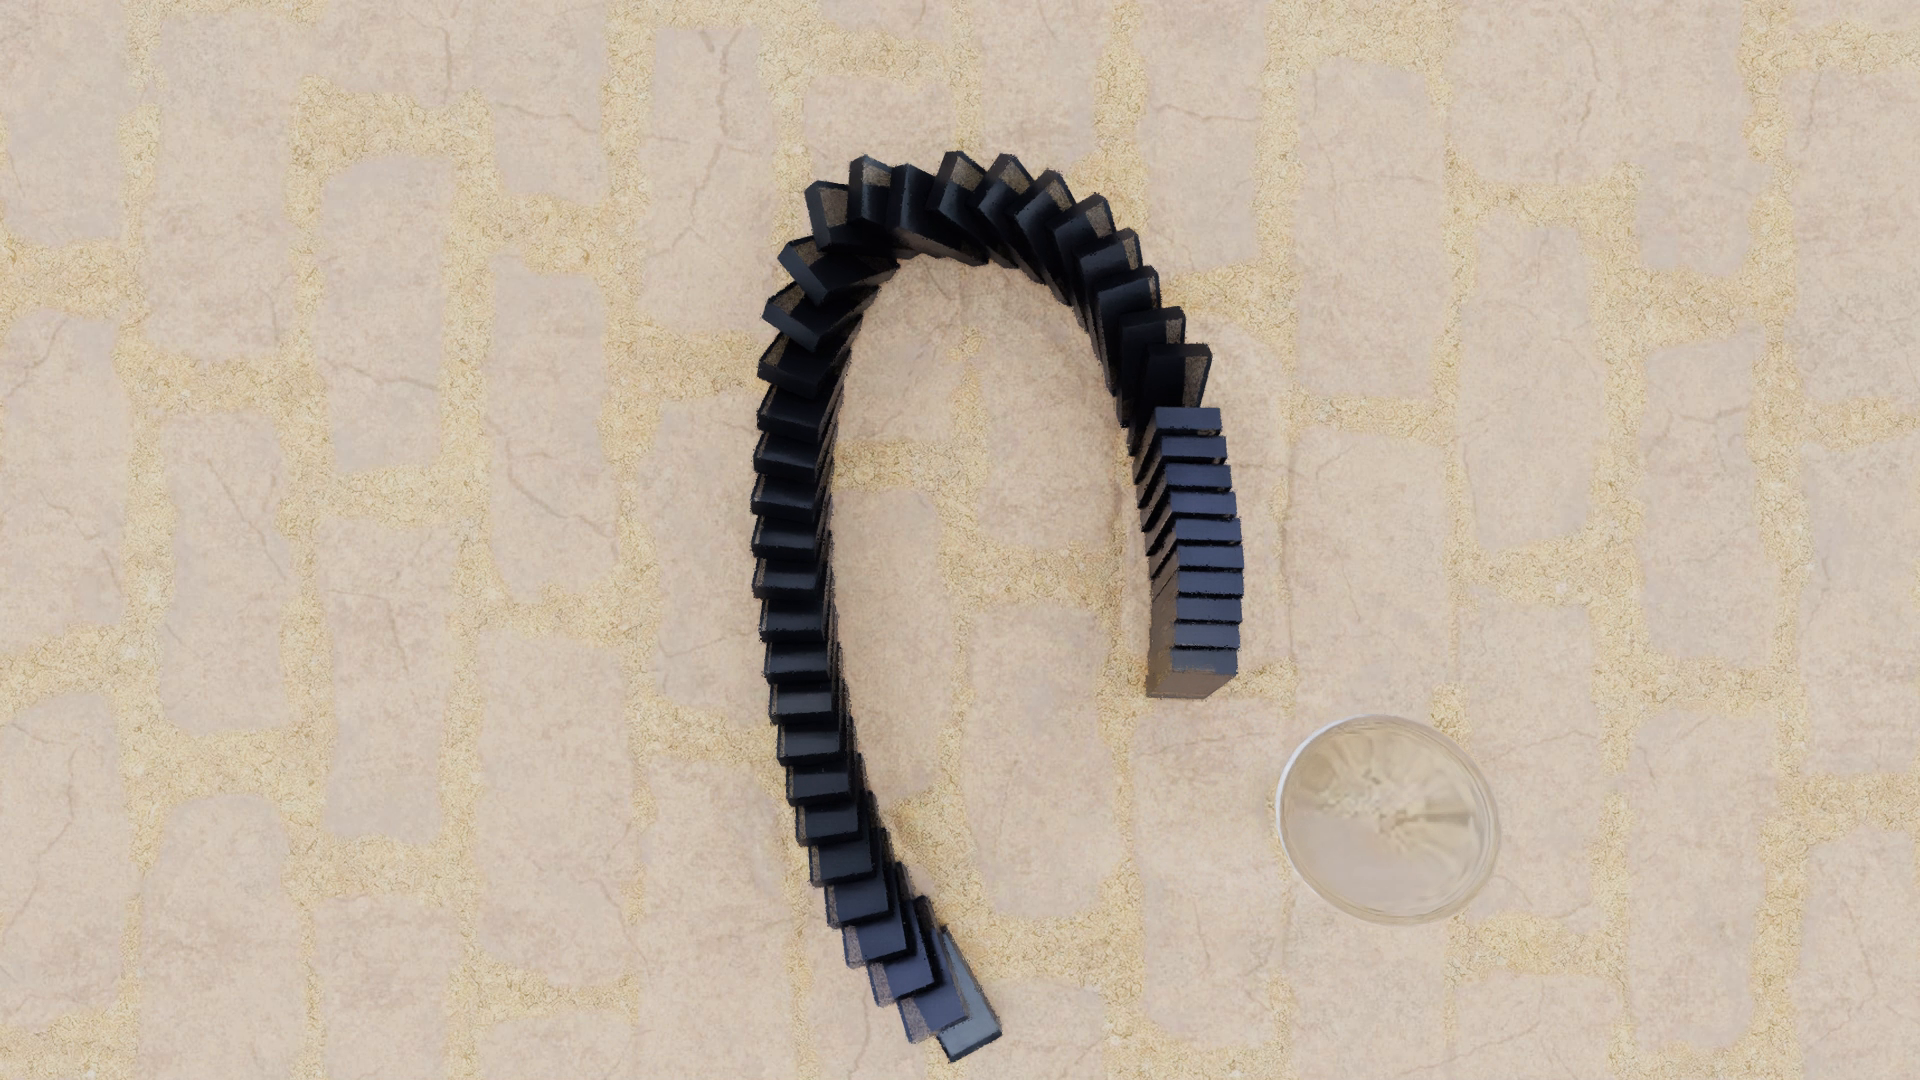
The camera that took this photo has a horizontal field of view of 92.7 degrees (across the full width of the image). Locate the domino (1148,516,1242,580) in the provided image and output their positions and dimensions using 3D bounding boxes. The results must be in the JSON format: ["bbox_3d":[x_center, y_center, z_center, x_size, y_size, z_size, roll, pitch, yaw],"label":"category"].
[{"bbox_3d":[0.095,0.004,0.375,0.025,0.050,0.009,2,69,0],"label":"domino"}]

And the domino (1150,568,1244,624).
[{"bbox_3d":[0.096,0.025,0.375,0.025,0.050,0.009,2,69,0],"label":"domino"}]

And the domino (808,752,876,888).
[{"bbox_3d":[-0.050,0.116,0.382,0.025,0.009,0.050,-11,55,0],"label":"domino"}]

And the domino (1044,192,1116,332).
[{"bbox_3d":[0.055,-0.114,0.380,0.025,0.010,0.050,-31,131,-1],"label":"domino"}]

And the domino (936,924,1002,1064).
[{"bbox_3d":[-0.005,0.196,0.395,0.025,0.009,0.050,-29,90,0],"label":"domino"}]

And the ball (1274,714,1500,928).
[{"bbox_3d":[0.166,0.109,0.360,0.080,0.080,0.080,0,90,0],"label":"ball"}]

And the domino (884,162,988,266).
[{"bbox_3d":[-0.008,-0.133,0.379,0.050,0.009,0.025,7,90,-44],"label":"domino"}]

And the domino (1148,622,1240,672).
[{"bbox_3d":[0.095,0.045,0.375,0.025,0.050,0.010,2,69,0],"label":"domino"}]

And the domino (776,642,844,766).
[{"bbox_3d":[-0.062,0.068,0.381,0.025,0.010,0.050,-6,54,0],"label":"domino"}]

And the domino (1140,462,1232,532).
[{"bbox_3d":[0.091,-0.016,0.375,0.025,0.050,0.010,2,69,0],"label":"domino"}]

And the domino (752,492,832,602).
[{"bbox_3d":[-0.069,0.002,0.381,0.025,0.009,0.050,4,53,0],"label":"domino"}]

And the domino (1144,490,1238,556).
[{"bbox_3d":[0.093,-0.006,0.375,0.025,0.050,0.010,2,69,0],"label":"domino"}]

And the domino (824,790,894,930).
[{"bbox_3d":[-0.044,0.133,0.382,0.025,0.009,0.050,-14,55,0],"label":"domino"}]

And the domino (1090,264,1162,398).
[{"bbox_3d":[0.071,-0.086,0.380,0.025,0.009,0.050,-18,131,0],"label":"domino"}]

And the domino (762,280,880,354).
[{"bbox_3d":[-0.057,-0.099,0.379,0.025,0.010,0.050,35,45,0],"label":"domino"}]

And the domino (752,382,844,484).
[{"bbox_3d":[-0.066,-0.047,0.381,0.025,0.009,0.050,11,53,0],"label":"domino"}]

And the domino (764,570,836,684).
[{"bbox_3d":[-0.066,0.035,0.381,0.025,0.010,0.050,-3,54,0],"label":"domino"}]

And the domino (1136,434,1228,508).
[{"bbox_3d":[0.090,-0.027,0.375,0.025,0.050,0.009,2,68,0],"label":"domino"}]

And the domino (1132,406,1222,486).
[{"bbox_3d":[0.088,-0.037,0.375,0.025,0.050,0.010,1,68,0],"label":"domino"}]

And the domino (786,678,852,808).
[{"bbox_3d":[-0.059,0.084,0.381,0.025,0.010,0.050,-7,54,0],"label":"domino"}]

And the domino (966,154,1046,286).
[{"bbox_3d":[0.026,-0.132,0.379,0.050,0.010,0.025,36,89,-43],"label":"domino"}]

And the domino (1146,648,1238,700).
[{"bbox_3d":[0.094,0.055,0.375,0.025,0.050,0.010,2,69,0],"label":"domino"}]

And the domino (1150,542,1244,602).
[{"bbox_3d":[0.096,0.015,0.375,0.025,0.050,0.010,2,69,0],"label":"domino"}]

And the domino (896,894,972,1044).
[{"bbox_3d":[-0.017,0.178,0.382,0.025,0.009,0.050,-26,55,1],"label":"domino"}]

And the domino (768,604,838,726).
[{"bbox_3d":[-0.065,0.051,0.381,0.025,0.010,0.050,-3,54,0],"label":"domino"}]

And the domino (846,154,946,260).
[{"bbox_3d":[-0.023,-0.137,0.379,0.050,0.009,0.025,6,85,-44],"label":"domino"}]

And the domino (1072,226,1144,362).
[{"bbox_3d":[0.064,-0.100,0.380,0.025,0.010,0.050,-22,131,-1],"label":"domino"}]

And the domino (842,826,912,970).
[{"bbox_3d":[-0.038,0.148,0.382,0.025,0.010,0.050,-16,55,1],"label":"domino"}]

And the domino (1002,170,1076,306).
[{"bbox_3d":[0.041,-0.124,0.380,0.025,0.010,0.050,-44,132,0],"label":"domino"}]

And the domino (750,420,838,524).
[{"bbox_3d":[-0.068,-0.031,0.381,0.025,0.009,0.050,9,53,0],"label":"domino"}]

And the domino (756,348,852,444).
[{"bbox_3d":[-0.064,-0.064,0.381,0.025,0.010,0.050,14,53,0],"label":"domino"}]

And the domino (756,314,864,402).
[{"bbox_3d":[-0.061,-0.081,0.380,0.025,0.010,0.050,23,50,0],"label":"domino"}]

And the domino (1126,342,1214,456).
[{"bbox_3d":[0.086,-0.057,0.379,0.025,0.009,0.050,0,134,-2],"label":"domino"}]

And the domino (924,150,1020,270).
[{"bbox_3d":[0.010,-0.136,0.379,0.050,0.010,0.025,21,90,-43],"label":"domino"}]

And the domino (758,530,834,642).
[{"bbox_3d":[-0.068,0.019,0.381,0.025,0.010,0.050,-1,53,0],"label":"domino"}]

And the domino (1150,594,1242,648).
[{"bbox_3d":[0.095,0.035,0.375,0.025,0.050,0.010,2,69,0],"label":"domino"}]

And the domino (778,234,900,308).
[{"bbox_3d":[-0.049,-0.115,0.378,0.025,0.050,0.010,51,132,0],"label":"domino"}]

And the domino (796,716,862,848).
[{"bbox_3d":[-0.055,0.100,0.381,0.025,0.009,0.050,-8,54,0],"label":"domino"}]

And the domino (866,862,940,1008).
[{"bbox_3d":[-0.028,0.164,0.382,0.025,0.009,0.050,-22,55,0],"label":"domino"}]

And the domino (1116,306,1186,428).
[{"bbox_3d":[0.078,-0.071,0.379,0.025,0.009,0.050,-9,135,0],"label":"domino"}]

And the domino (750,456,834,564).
[{"bbox_3d":[-0.069,-0.015,0.381,0.025,0.010,0.050,5,53,0],"label":"domino"}]

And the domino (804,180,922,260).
[{"bbox_3d":[-0.039,-0.131,0.379,0.050,0.010,0.025,-12,89,-44],"label":"domino"}]
